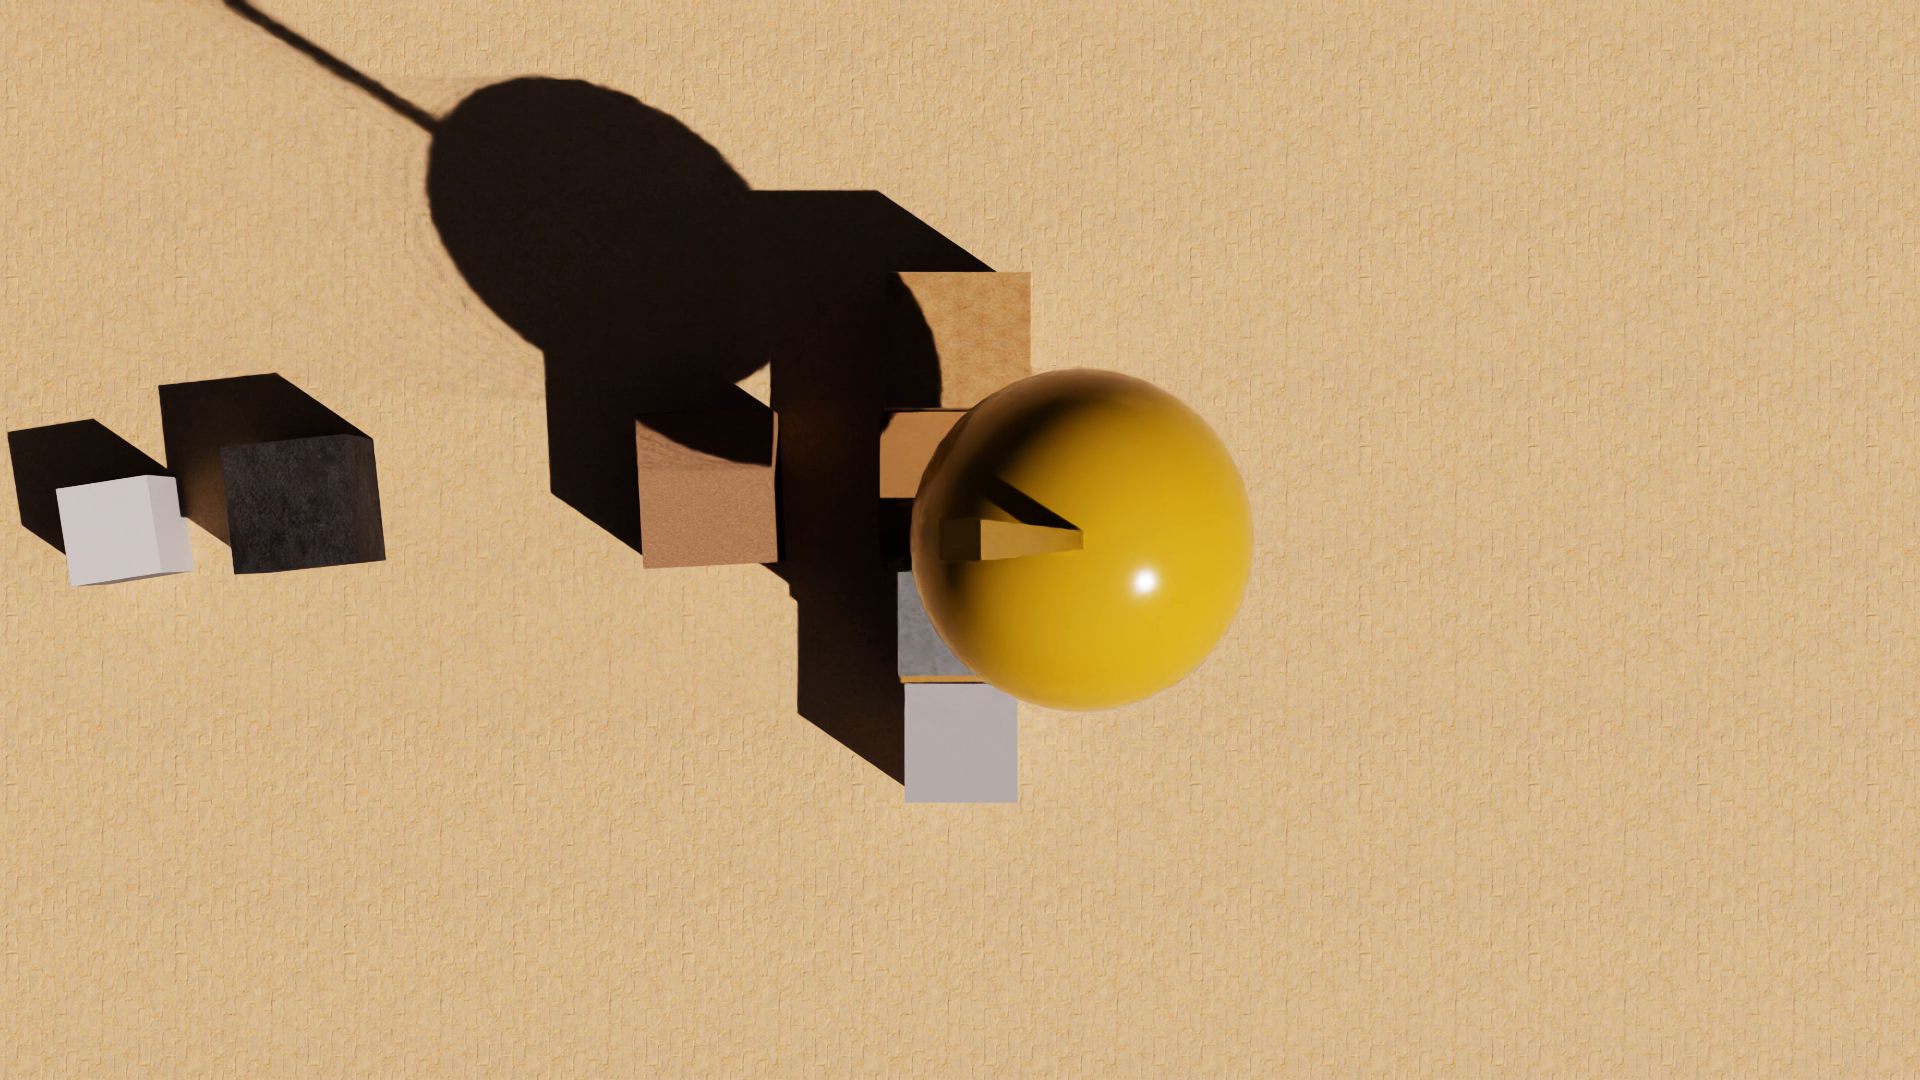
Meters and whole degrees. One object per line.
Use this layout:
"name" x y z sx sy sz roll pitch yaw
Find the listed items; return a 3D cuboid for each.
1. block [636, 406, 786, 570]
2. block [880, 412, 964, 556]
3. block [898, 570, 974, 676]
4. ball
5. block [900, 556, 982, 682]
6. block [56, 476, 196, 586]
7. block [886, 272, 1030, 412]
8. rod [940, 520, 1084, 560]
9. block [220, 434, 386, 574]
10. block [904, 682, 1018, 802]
"block" -1.424 -0.292 12.657 0.748 0.686 0.871 -3 90 0
"block" -0.007 -0.311 12.640 0.876 0.720 0.807 0 90 0
"block" 0.008 0.443 11.969 0.674 0.622 0.558 0 90 0
"ball" 0.562 0.000 10.212 1.600 1.600 1.600 0 90 0
"block" -0.010 0.448 12.640 0.642 0.719 0.696 0 90 0
"block" -4.821 -0.052 12.727 0.518 0.546 0.559 -9 90 0
"block" -0.010 -1.099 12.535 0.796 0.931 0.744 0 90 0
"rod" 0.244 0.000 6.827 0.080 5.200 0.080 0 90 5
"block" -3.780 -0.201 12.695 0.703 0.609 0.723 -6 90 0
"block" 0.006 1.138 12.654 0.632 0.692 0.664 0 90 0
